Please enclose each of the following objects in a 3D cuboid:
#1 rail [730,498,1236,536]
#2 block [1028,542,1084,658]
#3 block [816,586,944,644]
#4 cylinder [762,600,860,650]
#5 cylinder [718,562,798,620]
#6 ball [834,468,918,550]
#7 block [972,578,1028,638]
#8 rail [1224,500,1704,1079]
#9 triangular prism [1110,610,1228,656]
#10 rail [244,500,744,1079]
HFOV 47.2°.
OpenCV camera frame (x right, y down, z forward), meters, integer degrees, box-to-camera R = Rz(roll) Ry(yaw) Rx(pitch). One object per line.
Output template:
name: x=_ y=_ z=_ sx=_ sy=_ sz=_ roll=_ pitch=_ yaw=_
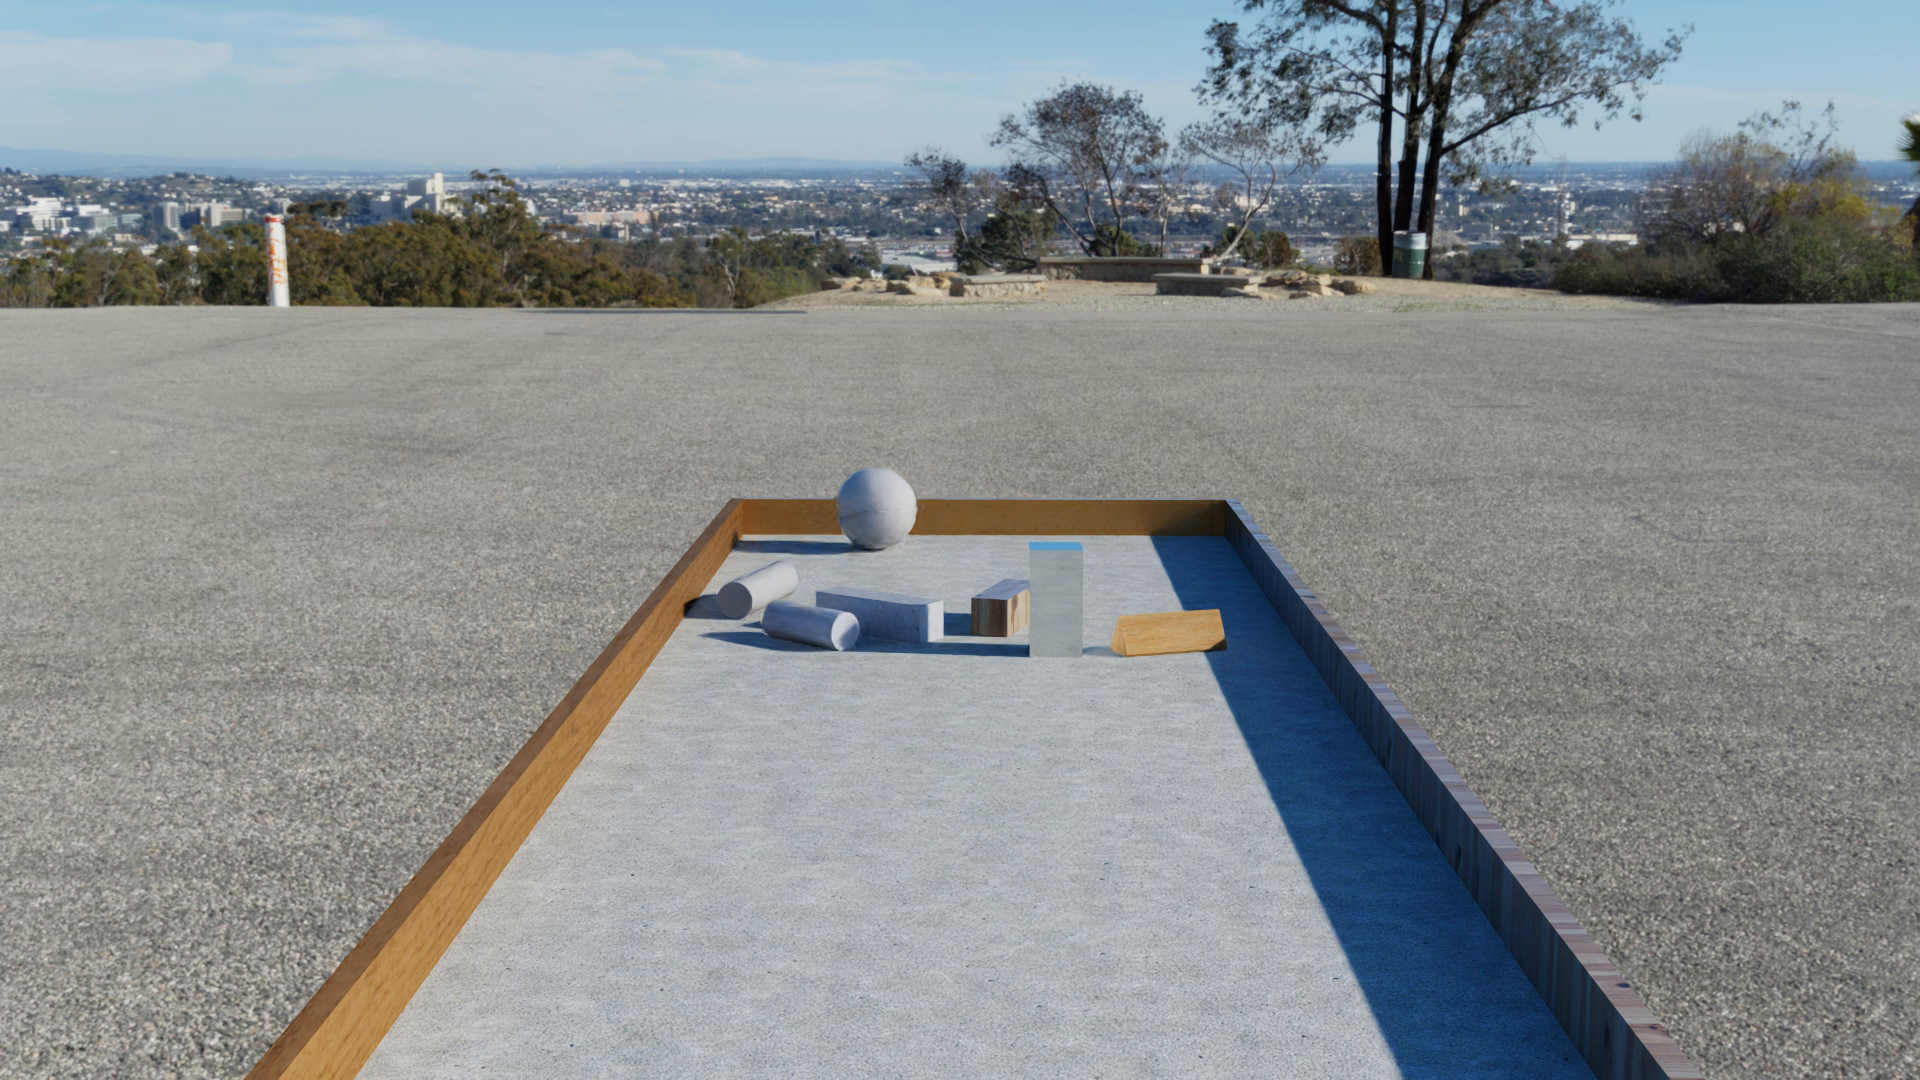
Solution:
rail: x=0.099 y=-0.098 z=9.147 sx=2.100 sy=0.150 sz=0.050 roll=0 pitch=9 yaw=1
block: x=0.294 y=0.183 z=6.795 sx=0.162 sy=0.332 sz=0.162 roll=0 pitch=9 yaw=0
block: x=-0.262 y=0.240 z=7.105 sx=0.433 sy=0.122 sz=0.122 roll=7 pitch=11 yaw=37
cylinder: x=-0.472 y=0.267 z=6.938 sx=0.315 sy=0.121 sz=0.121 roll=8 pitch=12 yaw=42
cylinder: x=-0.688 y=0.169 z=7.539 sx=0.125 sy=0.125 sz=0.445 roll=3 pitch=9 yaw=16
ball: x=-0.334 y=-0.125 z=8.755 sx=0.327 sy=0.327 sz=0.327 roll=0 pitch=9 yaw=0
block: x=0.152 y=0.221 z=7.223 sx=0.122 sy=0.122 sz=0.370 roll=3 pitch=9 yaw=18
rail: x=1.046 y=0.843 z=3.208 sx=0.050 sy=0.150 sz=12.000 roll=0 pitch=9 yaw=1
triangular prism: x=0.651 y=0.282 z=6.844 sx=0.338 sy=0.115 sz=0.133 roll=-3 pitch=9 yaw=-18
rail: x=-1.004 y=0.839 z=3.234 sx=0.050 sy=0.150 sz=12.000 roll=0 pitch=9 yaw=1
